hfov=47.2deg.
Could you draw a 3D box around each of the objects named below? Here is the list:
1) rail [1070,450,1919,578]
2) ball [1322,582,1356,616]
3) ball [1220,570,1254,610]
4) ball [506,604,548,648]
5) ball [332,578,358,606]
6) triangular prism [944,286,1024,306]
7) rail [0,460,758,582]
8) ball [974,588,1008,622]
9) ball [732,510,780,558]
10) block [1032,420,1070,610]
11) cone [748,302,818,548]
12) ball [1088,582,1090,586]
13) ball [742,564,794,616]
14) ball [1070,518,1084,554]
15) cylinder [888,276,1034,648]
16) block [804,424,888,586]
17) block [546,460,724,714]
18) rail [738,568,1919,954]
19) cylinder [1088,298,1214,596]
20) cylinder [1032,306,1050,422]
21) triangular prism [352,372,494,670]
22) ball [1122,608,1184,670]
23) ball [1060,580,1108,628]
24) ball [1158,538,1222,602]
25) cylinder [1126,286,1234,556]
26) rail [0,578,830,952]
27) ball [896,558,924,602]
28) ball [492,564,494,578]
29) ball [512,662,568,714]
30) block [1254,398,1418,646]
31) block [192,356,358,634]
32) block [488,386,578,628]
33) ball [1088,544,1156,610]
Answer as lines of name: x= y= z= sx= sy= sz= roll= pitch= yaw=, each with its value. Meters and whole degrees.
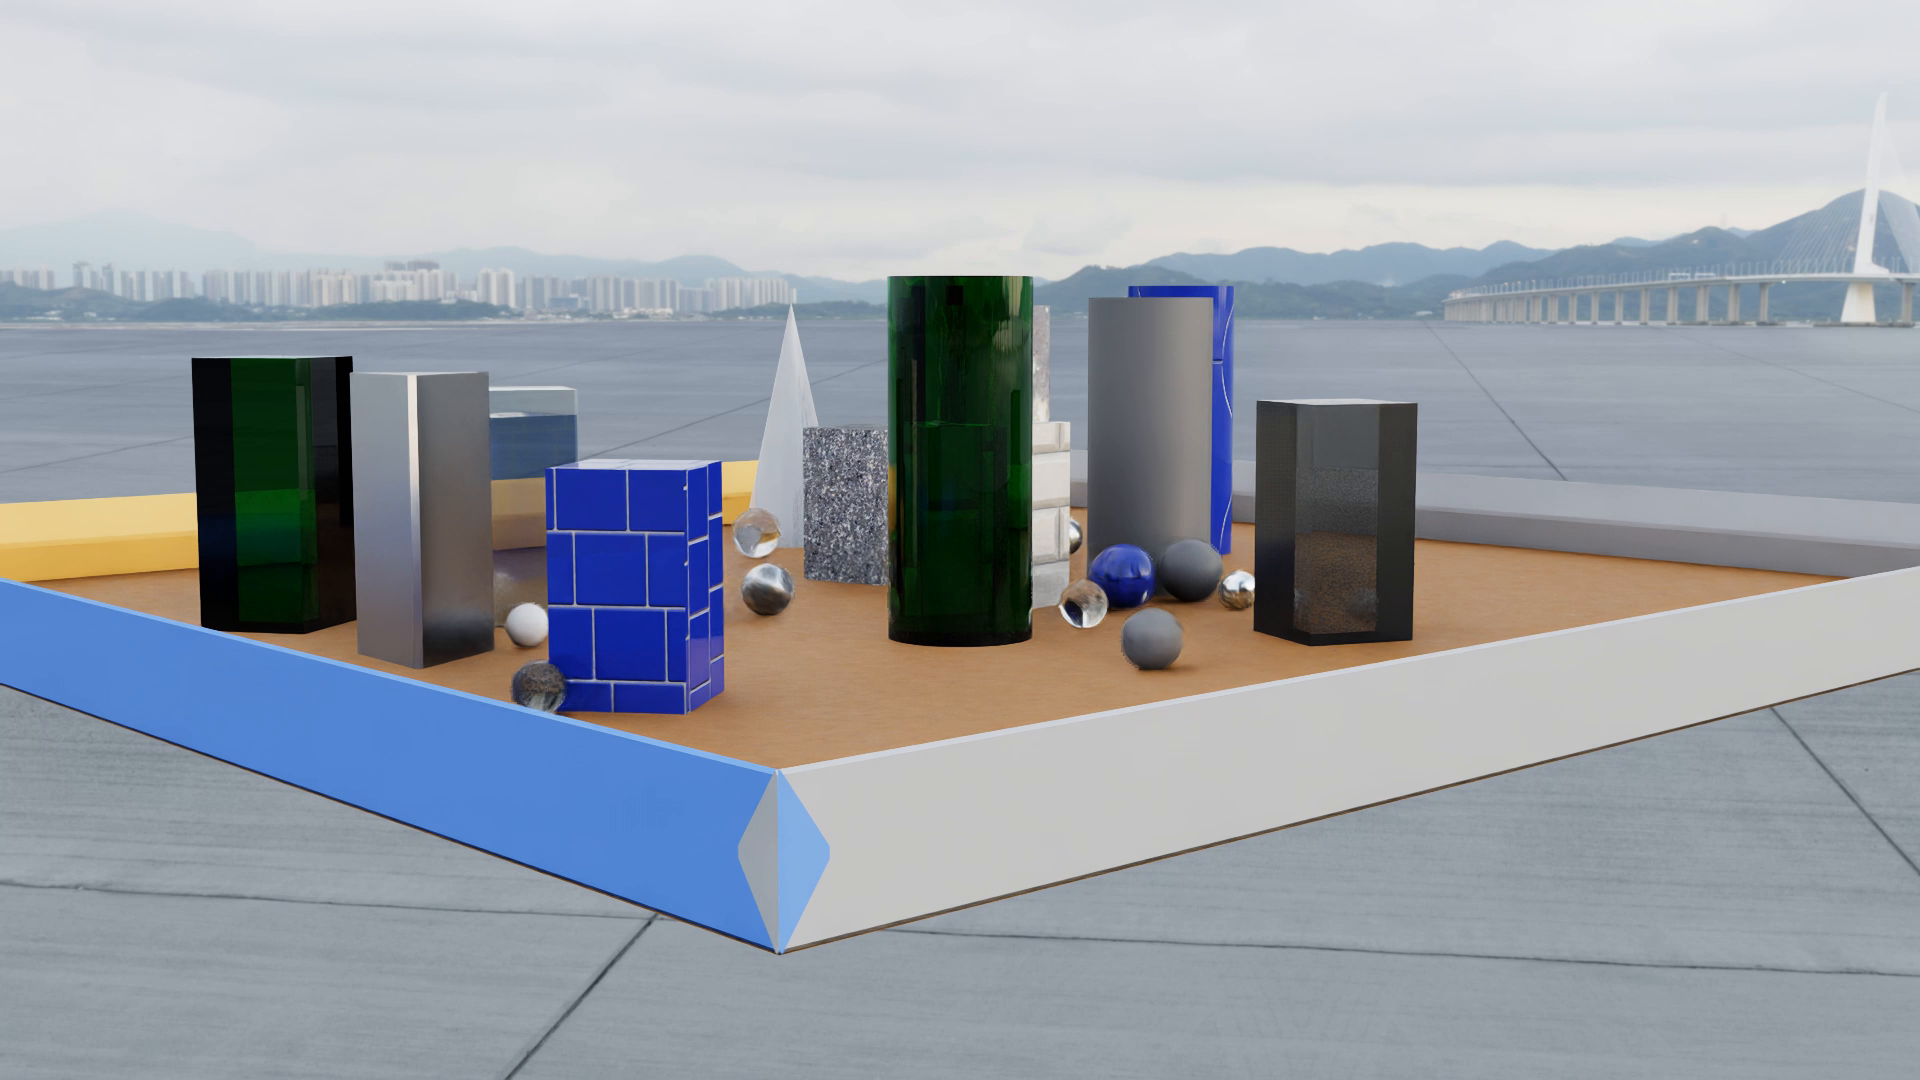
rail: x=0.960 y=-0.059 z=4.213 sx=0.045 sy=0.128 sz=2.514 roll=-5 pitch=8 yaw=-42
ball: x=0.556 y=0.085 z=3.221 sx=0.050 sy=0.050 sz=0.050 roll=0 pitch=6 yaw=0
ball: x=0.416 y=0.074 z=3.288 sx=0.058 sy=0.058 sz=0.058 roll=0 pitch=6 yaw=0
ball: x=-0.572 y=0.113 z=2.913 sx=0.058 sy=0.058 sz=0.058 roll=0 pitch=6 yaw=0
ball: x=-0.928 y=0.078 z=3.328 sx=0.042 sy=0.042 sz=0.042 roll=0 pitch=6 yaw=0
triangular prism: x=0.080 y=-0.251 z=4.316 sx=0.171 sy=0.491 sz=0.148 roll=3 pitch=7 yaw=27
rail: x=-0.836 y=-0.061 z=4.233 sx=2.661 sy=0.128 sz=0.045 roll=-5 pitch=8 yaw=-42
ball: x=0.045 y=0.093 z=3.143 sx=0.050 sy=0.050 sz=0.050 roll=0 pitch=6 yaw=0
ball: x=-0.368 y=-0.011 z=3.972 sx=0.086 sy=0.086 sz=0.086 roll=0 pitch=6 yaw=0
block: x=0.057 y=-0.040 z=3.336 sx=0.158 sy=0.276 sz=0.158 roll=4 pitch=7 yaw=36
cone: x=-0.322 y=-0.224 z=4.212 sx=0.197 sy=0.460 sz=0.197 roll=0 pitch=6 yaw=0
ball: x=0.223 y=0.065 z=3.439 sx=0.045 sy=0.045 sz=0.045 roll=0 pitch=6 yaw=0
ball: x=-0.282 y=0.073 z=3.217 sx=0.075 sy=0.075 sz=0.075 roll=0 pitch=6 yaw=0
ball: x=0.191 y=-0.007 z=4.007 sx=0.070 sy=0.070 sz=0.070 roll=0 pitch=6 yaw=0
cylinder: x=0.000 y=-0.111 z=2.988 sx=0.197 sy=0.490 sz=0.197 roll=0 pitch=6 yaw=0
block: x=-0.149 y=-0.062 z=3.662 sx=0.158 sy=0.252 sz=0.158 roll=4 pitch=7 yaw=34
block: x=-0.368 y=0.049 z=2.507 sx=0.158 sy=0.271 sz=0.158 roll=1 pitch=6 yaw=9
rail: x=0.836 y=0.127 z=2.430 sx=2.661 sy=0.128 sz=0.045 roll=-5 pitch=8 yaw=-42
cylinder: x=0.302 y=-0.153 z=3.509 sx=0.197 sy=0.464 sz=0.197 roll=0 pitch=6 yaw=0
cylinder: x=0.061 y=-0.191 z=3.930 sx=0.197 sy=0.453 sz=0.197 roll=0 pitch=6 yaw=0
triangular prism: x=-0.672 y=-0.032 z=2.831 sx=0.148 sy=0.365 sz=0.171 roll=-5 pitch=8 yaw=-40
ball: x=0.240 y=0.123 z=2.734 sx=0.077 sy=0.077 sz=0.077 roll=0 pitch=6 yaw=0
ball: x=0.174 y=0.090 z=3.089 sx=0.069 sy=0.069 sz=0.069 roll=0 pitch=6 yaw=0
ball: x=0.353 y=0.046 z=3.367 sx=0.097 sy=0.097 sz=0.097 roll=0 pitch=6 yaw=0
cylinder: x=0.405 y=-0.222 z=4.057 sx=0.197 sy=0.488 sz=0.197 roll=0 pitch=6 yaw=0
rail: x=-0.960 y=0.125 z=2.451 sx=0.045 sy=0.128 sz=2.514 roll=-5 pitch=8 yaw=-42
ball: x=-0.065 y=0.061 z=3.377 sx=0.067 sy=0.067 sz=0.067 roll=0 pitch=6 yaw=0
ball: x=-0.770 y=0.048 z=3.447 sx=0.078 sy=0.078 sz=0.078 roll=0 pitch=6 yaw=0
ball: x=-0.463 y=0.163 z=2.423 sx=0.060 sy=0.060 sz=0.060 roll=0 pitch=6 yaw=0
block: x=0.511 y=-0.029 z=3.006 sx=0.158 sy=0.321 sz=0.158 roll=-2 pitch=6 yaw=-20
block: x=-0.963 y=-0.068 z=3.105 sx=0.158 sy=0.380 sz=0.158 roll=1 pitch=6 yaw=13
block: x=-0.637 y=-0.051 z=3.158 sx=0.158 sy=0.334 sz=0.158 roll=-2 pitch=6 yaw=-18
ball: x=0.241 y=0.055 z=3.274 sx=0.099 sy=0.099 sz=0.099 roll=0 pitch=6 yaw=0
